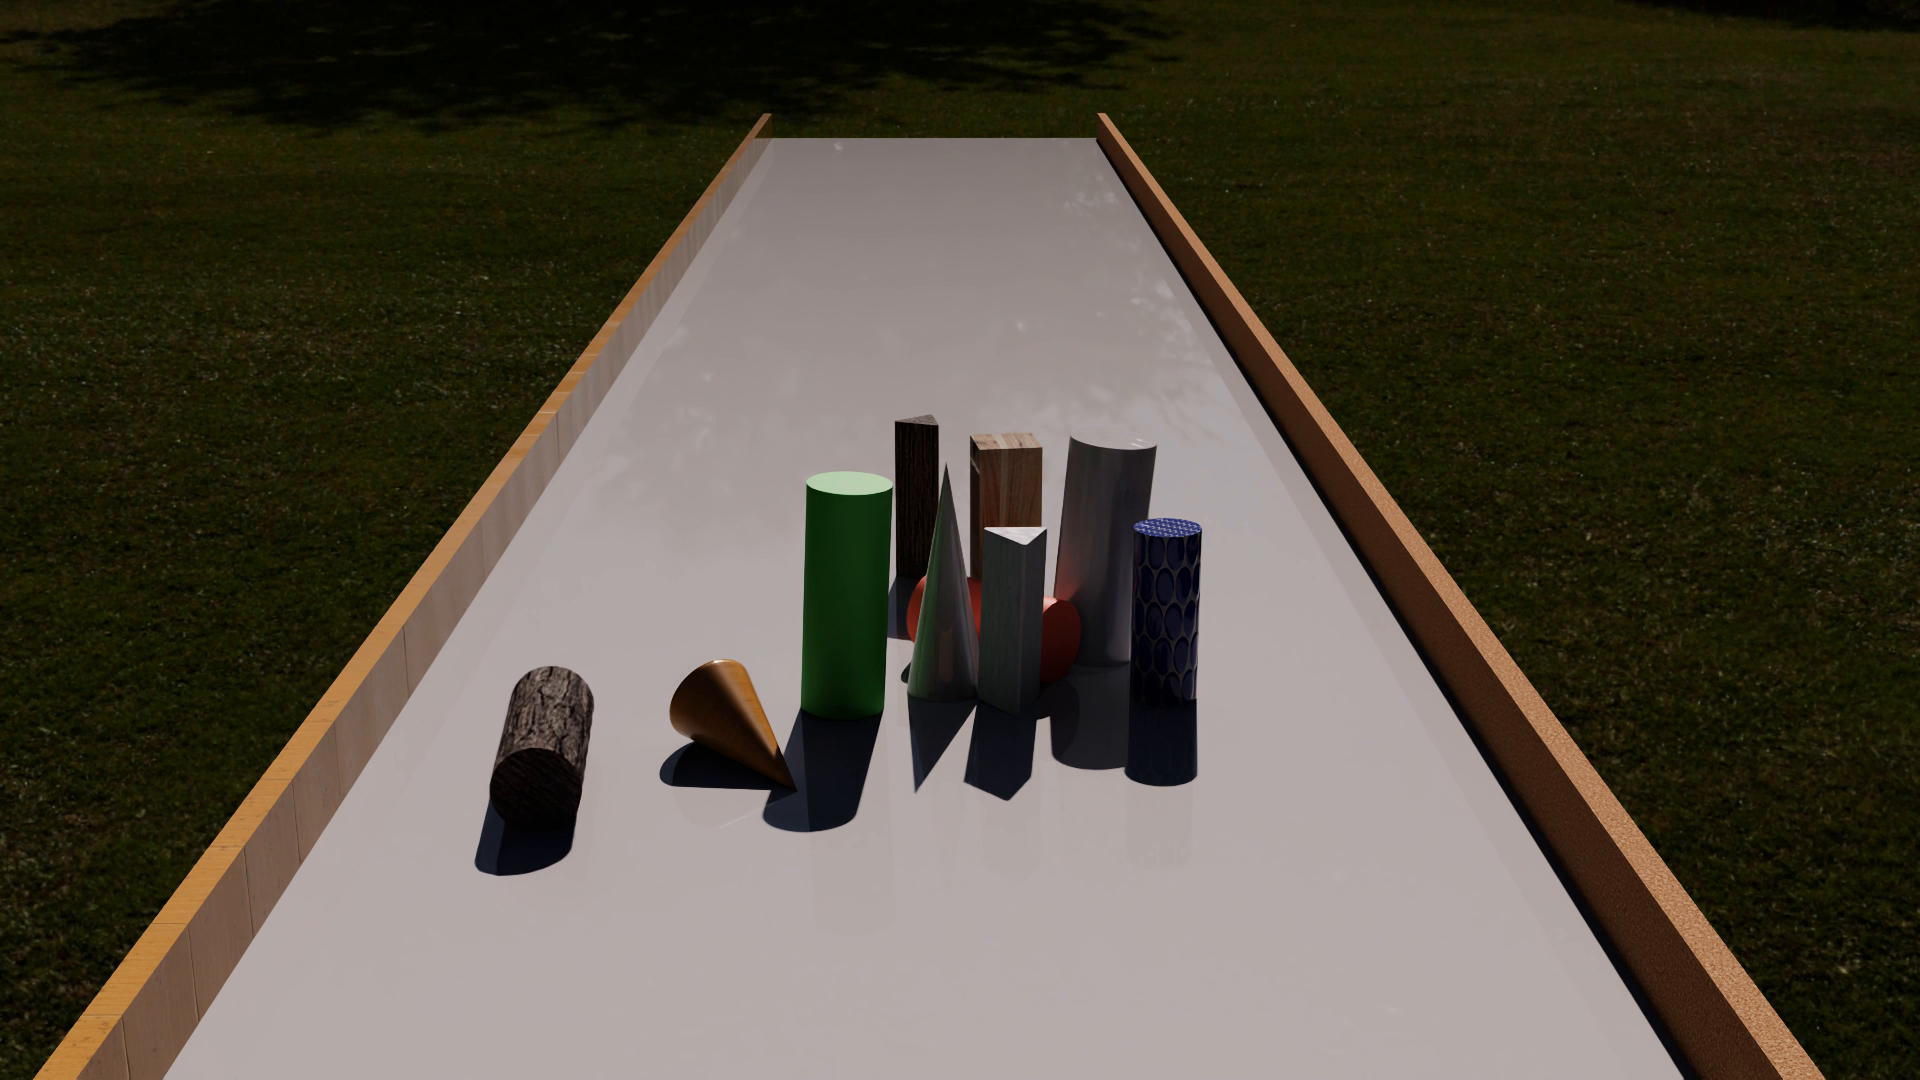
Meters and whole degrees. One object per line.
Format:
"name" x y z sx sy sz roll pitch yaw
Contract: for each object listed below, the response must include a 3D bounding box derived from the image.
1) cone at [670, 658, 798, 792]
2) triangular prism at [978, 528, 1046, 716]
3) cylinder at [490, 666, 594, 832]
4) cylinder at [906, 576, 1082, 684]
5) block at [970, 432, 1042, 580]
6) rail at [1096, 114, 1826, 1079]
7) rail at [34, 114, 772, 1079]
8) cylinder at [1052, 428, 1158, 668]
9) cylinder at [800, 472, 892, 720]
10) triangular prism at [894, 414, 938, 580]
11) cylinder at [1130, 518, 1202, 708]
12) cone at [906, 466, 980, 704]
"cone" -0.365 0.359 3.875 0.168 0.168 0.302 -12 36 -35
"triangular prism" 0.116 0.146 4.134 0.102 0.339 0.117 -12 23 -37
"cylinder" -0.714 0.353 3.780 0.148 0.148 0.394 -2 17 -6
"cylinder" 0.066 0.170 4.367 0.312 0.165 0.165 13 21 37
"block" 0.095 -0.019 4.606 0.130 0.389 0.130 -2 17 -8
"rail" 0.932 -0.844 7.801 0.050 0.150 12.000 0 17 -1
"rail" -1.118 -0.838 7.780 0.050 0.150 12.000 0 17 -1
"cylinder" 0.282 0.014 4.375 0.172 0.446 0.172 5 16 -1
"cylinder" -0.212 0.103 4.103 0.159 0.436 0.159 3 17 -1
"triangular prism" -0.081 -0.097 4.923 0.102 0.359 0.088 6 18 20
"cylinder" 0.390 0.138 4.174 0.129 0.336 0.129 0 17 0
"cone" -0.026 0.069 4.193 0.155 0.456 0.155 0 17 0
